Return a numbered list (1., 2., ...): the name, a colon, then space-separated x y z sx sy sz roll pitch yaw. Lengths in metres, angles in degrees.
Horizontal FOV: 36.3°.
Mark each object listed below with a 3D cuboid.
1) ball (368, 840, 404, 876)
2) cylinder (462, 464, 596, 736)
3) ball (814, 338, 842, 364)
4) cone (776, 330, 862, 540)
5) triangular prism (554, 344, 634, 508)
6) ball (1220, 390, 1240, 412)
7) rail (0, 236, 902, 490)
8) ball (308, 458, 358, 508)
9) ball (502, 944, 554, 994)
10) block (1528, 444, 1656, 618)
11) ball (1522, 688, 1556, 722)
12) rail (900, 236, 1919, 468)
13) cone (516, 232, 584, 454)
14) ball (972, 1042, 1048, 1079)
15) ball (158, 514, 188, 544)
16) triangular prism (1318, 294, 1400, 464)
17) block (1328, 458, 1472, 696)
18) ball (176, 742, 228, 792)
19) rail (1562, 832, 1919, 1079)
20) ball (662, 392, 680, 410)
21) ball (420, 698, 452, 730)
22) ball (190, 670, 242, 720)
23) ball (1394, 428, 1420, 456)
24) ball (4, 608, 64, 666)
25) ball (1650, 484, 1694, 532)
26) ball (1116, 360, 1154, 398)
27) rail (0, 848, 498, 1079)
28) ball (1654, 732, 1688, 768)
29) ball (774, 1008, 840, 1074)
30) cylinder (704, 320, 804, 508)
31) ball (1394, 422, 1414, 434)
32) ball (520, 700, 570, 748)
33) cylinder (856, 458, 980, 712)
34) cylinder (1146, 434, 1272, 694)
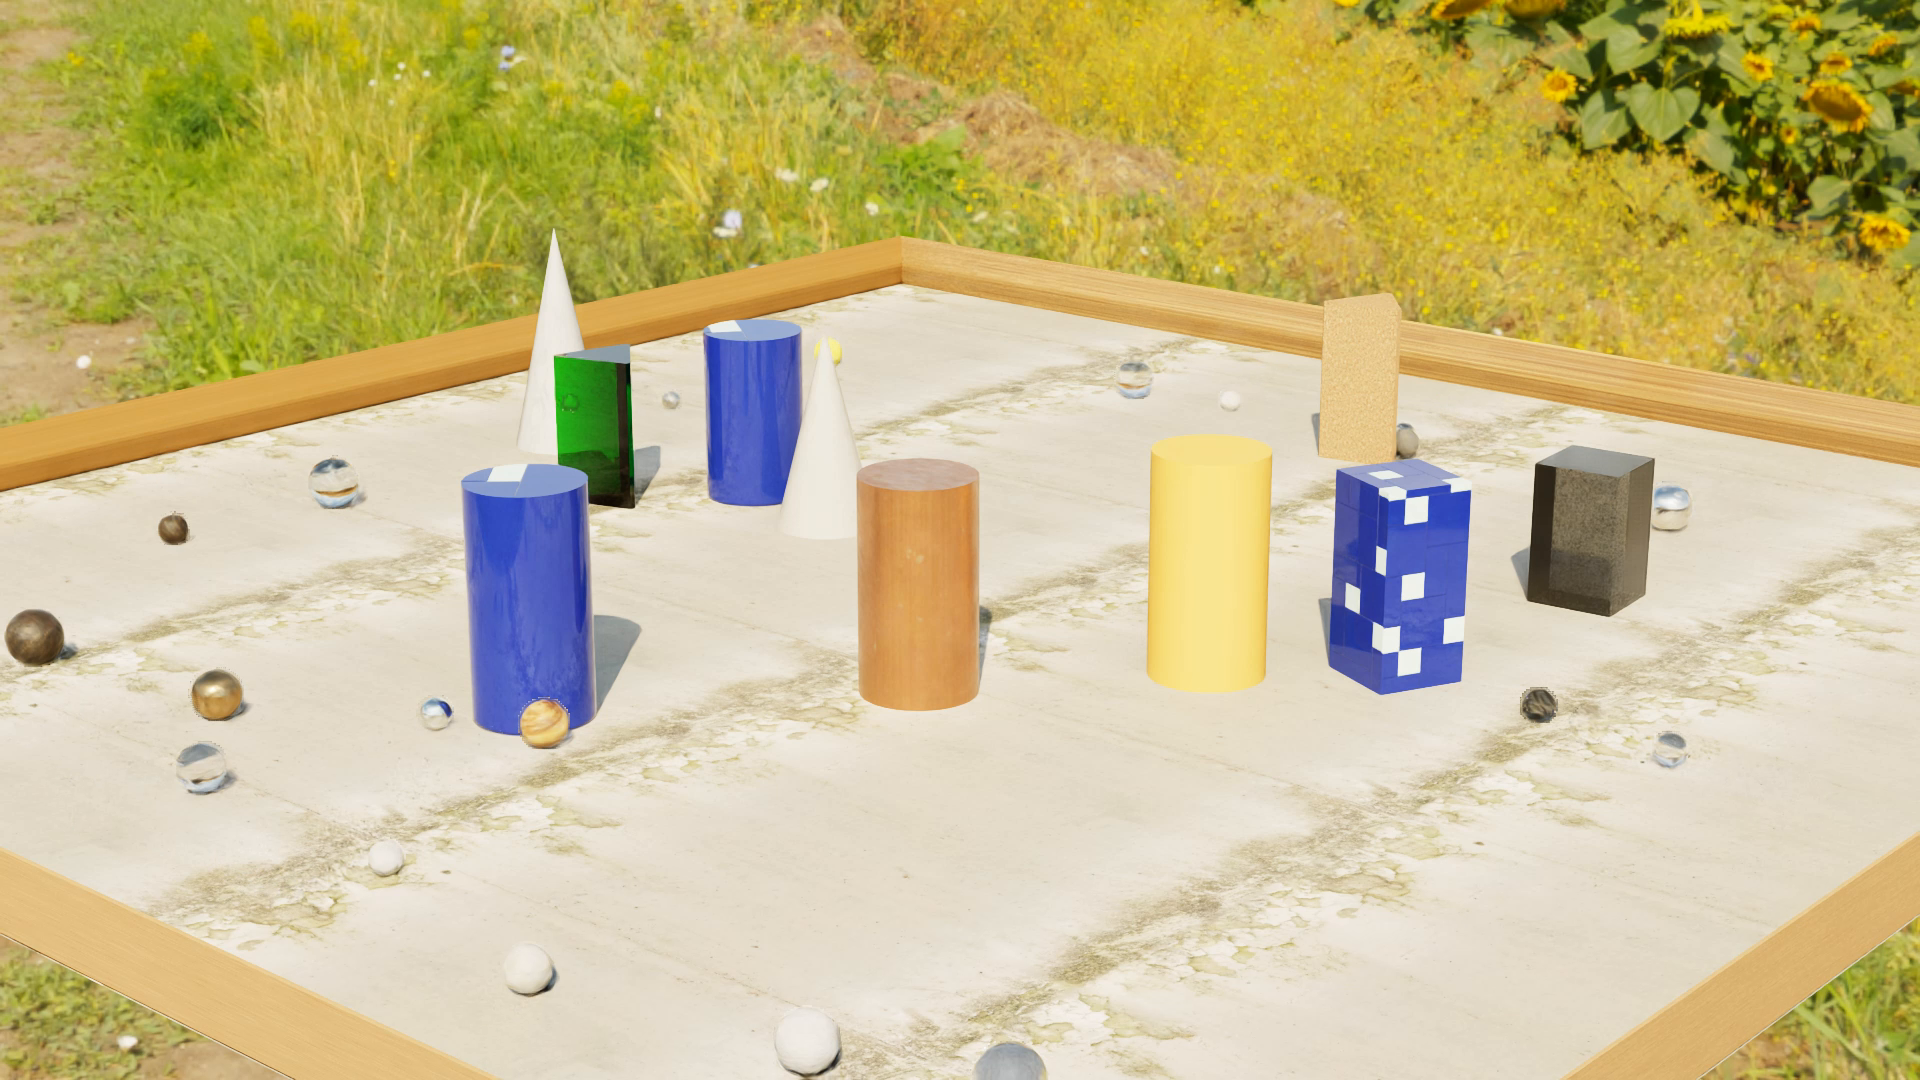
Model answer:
1. ball: -0.773 0.428 3.944 0.048 0.048 0.048 0 17 0
2. cylinder: -0.658 0.090 4.489 0.191 0.378 0.191 0 17 0
3. ball: -0.305 -0.433 6.762 0.066 0.066 0.066 0 17 0
4. cone: -0.251 -0.210 5.482 0.191 0.379 0.191 0 17 0
5. triangular prism: -0.676 -0.226 5.693 0.166 0.287 0.143 7 18 22
6. ball: 0.586 -0.301 6.358 0.047 0.047 0.047 0 17 0
7. rail: -1.376 -0.314 6.265 0.045 0.124 3.784 14 22 39
8. ball: -1.205 -0.110 5.640 0.096 0.096 0.096 0 17 0
9. ball: -0.530 0.526 3.594 0.062 0.062 0.062 0 17 0
10. block: 1.091 -0.017 5.071 0.153 0.248 0.153 12 20 34
11. ball: 0.890 0.255 4.508 0.052 0.052 0.052 0 17 0
12. rail: 1.225 -0.377 6.471 3.693 0.124 0.045 14 22 39
13. cone: -0.829 -0.420 6.048 0.191 0.454 0.191 0 17 0
14. ball: 0.056 0.606 3.287 0.086 0.086 0.086 0 17 0
15. ball: -1.452 -0.020 5.412 0.055 0.055 0.055 0 17 0
16. triangular prism: 0.841 -0.332 5.982 0.166 0.324 0.143 10 19 29
17. block: 0.701 0.057 4.678 0.153 0.332 0.153 -8 18 -24
18. ball: -1.095 0.328 4.229 0.072 0.072 0.072 0 17 0
19. rail: 1.376 0.377 3.976 0.045 0.124 3.784 14 22 39
20. ball: -0.628 -0.303 6.376 0.040 0.040 0.040 0 17 0
21. ball: -0.801 0.265 4.479 0.050 0.050 0.050 0 17 0
22. ball: -1.146 0.238 4.520 0.077 0.077 0.077 0 17 0
23. ball: 0.910 -0.199 5.990 0.058 0.058 0.058 0 17 0
24. ball: -1.502 0.158 4.759 0.093 0.093 0.093 0 17 0
25. ball: 1.327 -0.061 5.490 0.089 0.089 0.089 0 17 0
26. ball: 0.385 -0.354 6.468 0.084 0.084 0.084 0 17 0
27. rail: -1.225 0.439 3.770 3.693 0.124 0.045 14 22 39
28. ball: 1.050 0.310 4.328 0.050 0.050 0.050 0 17 0
29. ball: -0.177 0.580 3.390 0.076 0.076 0.076 0 17 0
30. cylinder: -0.399 -0.248 5.696 0.191 0.328 0.191 0 17 0
31. ball: 0.923 -0.222 6.099 0.045 0.045 0.045 0 17 0
32. ball: -0.623 0.277 4.400 0.073 0.073 0.073 0 17 0
33. cylinder: -0.065 0.068 4.600 0.191 0.356 0.191 0 17 0
34. cylinder: 0.397 0.036 4.677 0.191 0.373 0.191 0 17 0
